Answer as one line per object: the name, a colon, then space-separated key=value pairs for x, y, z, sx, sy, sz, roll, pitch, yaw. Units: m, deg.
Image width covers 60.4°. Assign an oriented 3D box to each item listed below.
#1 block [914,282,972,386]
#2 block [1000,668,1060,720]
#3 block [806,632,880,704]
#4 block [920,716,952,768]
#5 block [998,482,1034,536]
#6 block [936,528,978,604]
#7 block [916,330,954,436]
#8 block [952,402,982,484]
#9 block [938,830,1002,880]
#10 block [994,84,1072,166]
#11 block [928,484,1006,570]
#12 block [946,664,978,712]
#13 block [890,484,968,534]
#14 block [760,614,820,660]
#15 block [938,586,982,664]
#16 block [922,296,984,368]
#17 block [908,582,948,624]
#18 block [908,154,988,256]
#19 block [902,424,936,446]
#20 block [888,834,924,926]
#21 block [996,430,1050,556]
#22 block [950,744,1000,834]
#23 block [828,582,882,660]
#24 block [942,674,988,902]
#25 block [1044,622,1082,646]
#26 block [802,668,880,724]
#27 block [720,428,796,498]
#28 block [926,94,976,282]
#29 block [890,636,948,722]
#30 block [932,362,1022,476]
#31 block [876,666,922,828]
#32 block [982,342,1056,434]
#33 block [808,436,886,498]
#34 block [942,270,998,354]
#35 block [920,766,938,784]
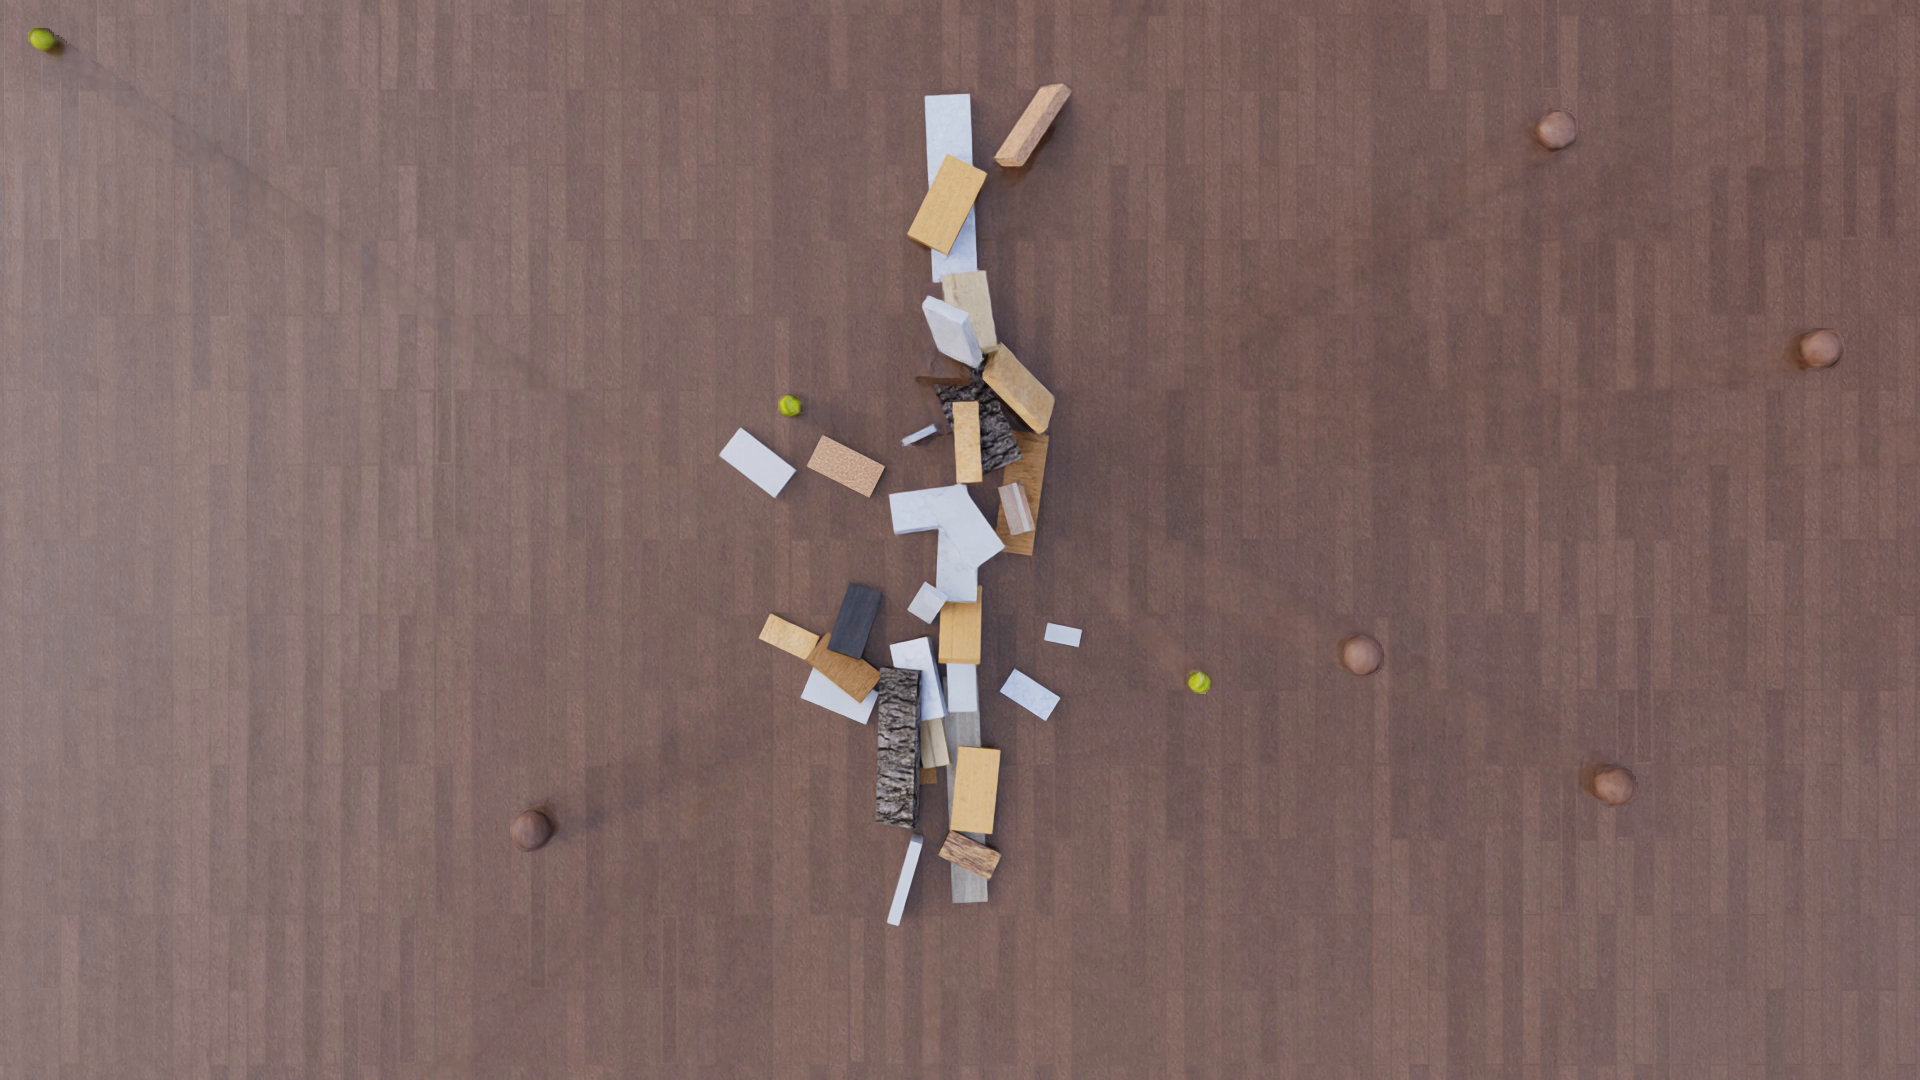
block: x=-0.044 y=-0.671 z=5.363 sx=0.176 sy=0.050 sz=0.352 roll=3 pitch=67 yaw=4
block: x=0.233 y=0.514 z=5.487 sx=0.181 sy=0.026 sz=0.090 roll=33 pitch=90 yaw=0
block: x=-0.383 y=0.423 z=5.457 sx=0.233 sy=0.033 sz=0.117 roll=38 pitch=70 yaw=4
block: x=-0.091 y=0.657 z=5.465 sx=0.094 sy=0.027 sz=0.187 roll=-13 pitch=85 yaw=18
block: x=0.186 y=-0.104 z=5.452 sx=0.082 sy=0.023 sz=0.165 roll=-15 pitch=90 yaw=0
block: x=-0.008 y=0.072 z=5.449 sx=0.134 sy=0.038 sz=0.267 roll=2 pitch=76 yaw=0
block: x=-0.024 y=-0.532 z=5.433 sx=0.176 sy=0.050 sz=0.352 roll=-10 pitch=90 yaw=0
block: x=0.024 y=-0.317 z=5.347 sx=0.082 sy=0.023 sz=0.261 roll=-3 pitch=90 yaw=0
block: x=0.033 y=1.039 z=5.454 sx=0.187 sy=0.027 sz=0.094 roll=26 pitch=90 yaw=0
block: x=0.237 y=-1.361 z=5.412 sx=0.042 sy=0.148 sz=0.296 roll=36 pitch=84 yaw=-27
block: x=0.020 y=-0.045 z=5.406 sx=0.130 sy=0.037 sz=0.259 roll=-35 pitch=91 yaw=-3
block: x=0.006 y=0.474 z=5.425 sx=0.094 sy=0.027 sz=0.187 roll=-2 pitch=108 yaw=-1
block: x=-0.097 y=-0.102 z=5.456 sx=0.259 sy=0.037 sz=0.130 roll=-8 pitch=72 yaw=-3
block: x=-0.567 y=0.323 z=5.487 sx=0.181 sy=0.026 sz=0.090 roll=25 pitch=90 yaw=0
block: x=0.002 y=0.276 z=5.420 sx=0.134 sy=0.038 sz=0.267 roll=2 pitch=62 yaw=0
block: x=-0.021 y=-0.642 z=5.110 sx=0.145 sy=0.290 sz=0.041 roll=27 pitch=75 yaw=19
block: x=-0.107 y=0.208 z=5.416 sx=0.090 sy=0.181 sz=0.026 roll=33 pitch=59 yaw=0
block: x=-0.041 y=-1.104 z=5.437 sx=0.148 sy=0.042 sz=0.296 roll=26 pitch=90 yaw=0
block: x=-0.134 y=-0.345 z=5.410 sx=0.082 sy=0.165 sz=0.023 roll=-28 pitch=95 yaw=-12
block: x=-0.180 y=1.116 z=5.431 sx=0.039 sy=0.138 sz=0.276 roll=16 pitch=90 yaw=0
block: x=0.203 y=-0.157 z=5.482 sx=0.130 sy=0.037 sz=0.402 roll=8 pitch=90 yaw=0
block: x=0.051 y=0.823 z=5.447 sx=0.138 sy=0.039 sz=0.276 roll=6 pitch=90 yaw=0
block: x=-0.348 y=0.269 z=5.459 sx=0.116 sy=0.033 sz=0.232 roll=18 pitch=78 yaw=0
block: x=0.017 y=0.825 z=5.483 sx=0.117 sy=0.033 sz=0.752 roll=-3 pitch=90 yaw=0
block: x=0.343 y=0.316 z=5.492 sx=0.116 sy=0.016 sz=0.058 roll=12 pitch=90 yaw=0
block: x=-0.398 y=0.513 z=5.483 sx=0.233 sy=0.033 sz=0.117 roll=23 pitch=90 yaw=0
block: x=-0.672 y=-0.257 z=5.484 sx=0.232 sy=0.033 sz=0.116 roll=38 pitch=90 yaw=0
block: x=-0.020 y=-0.959 z=5.479 sx=0.148 sy=0.042 sz=1.029 roll=-2 pitch=90 yaw=0
block: x=-0.137 y=0.463 z=5.448 sx=0.134 sy=0.038 sz=0.267 roll=-14 pitch=86 yaw=18
block: x=0.054 y=-0.395 z=5.383 sx=0.176 sy=0.050 sz=0.352 roll=-23 pitch=90 yaw=0
block: x=-0.201 y=0.683 z=5.435 sx=0.138 sy=0.039 sz=0.520 roll=4 pitch=94 yaw=27
block: x=0.193 y=-0.493 z=5.370 sx=0.290 sy=0.041 sz=0.145 roll=42 pitch=46 yaw=-31
block: x=-0.378 y=-0.245 z=5.484 sx=0.232 sy=0.033 sz=0.116 roll=27 pitch=90 yaw=0
block: x=0.030 y=-0.732 z=5.331 sx=0.145 sy=0.041 sz=0.290 roll=-8 pitch=65 yaw=0
block: x=-0.136 y=0.784 z=5.492 sx=0.116 sy=0.016 sz=0.058 roll=-5 pitch=90 yaw=0
